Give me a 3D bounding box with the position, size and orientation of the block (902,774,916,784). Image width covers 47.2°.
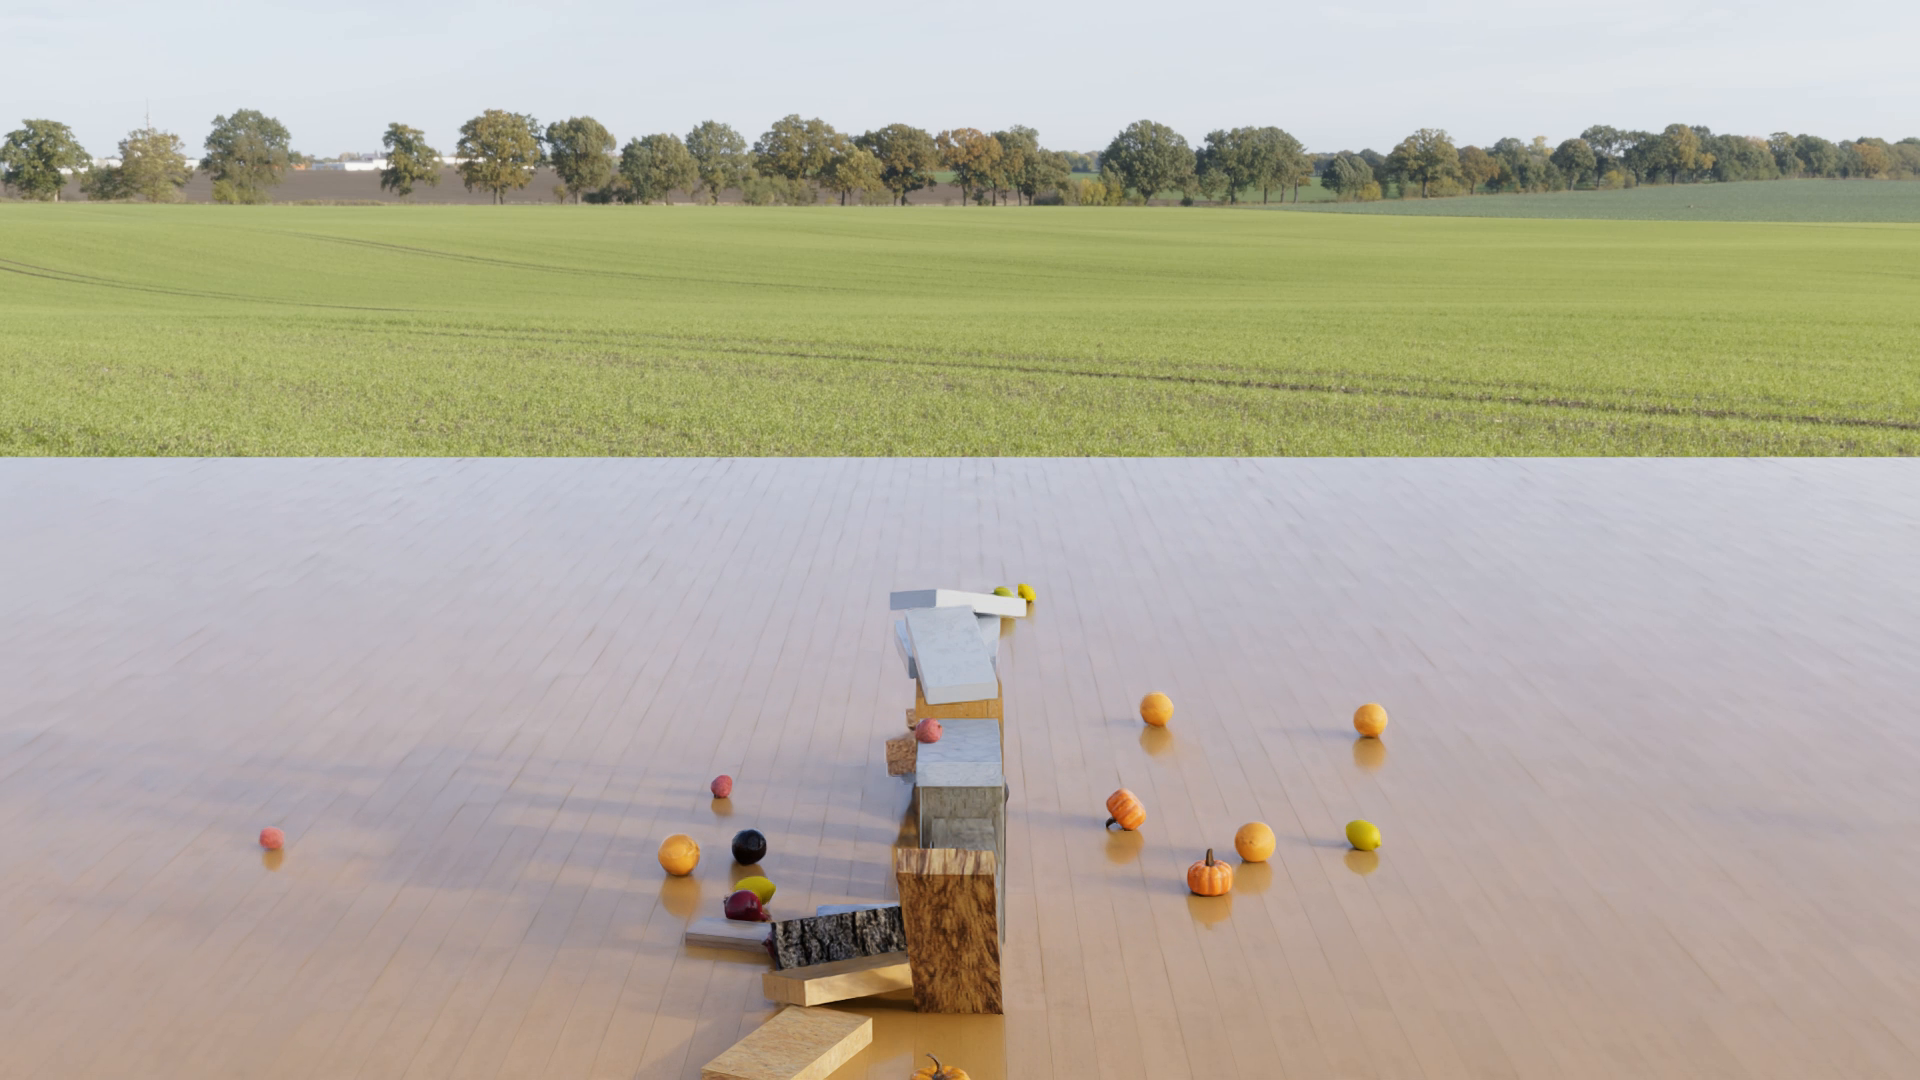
[{"bbox_3d":[-0.058,0.442,4.155,0.065,0.018,0.130,-5,-1,17],"label":"block"}]

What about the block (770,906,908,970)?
[{"bbox_3d":[-0.170,0.608,3.366,0.233,0.073,0.021,-4,-13,-21],"label":"block"}]

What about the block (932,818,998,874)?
[{"bbox_3d":[0.005,0.458,3.292,0.093,0.026,0.185,0,10,-2],"label":"block"}]

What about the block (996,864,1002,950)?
[{"bbox_3d":[0.014,0.572,3.256,0.093,0.185,0.026,1,11,3],"label":"block"}]

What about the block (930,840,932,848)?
[{"bbox_3d":[0.002,0.551,3.371,0.093,0.185,0.026,0,10,0],"label":"block"}]

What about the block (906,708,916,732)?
[{"bbox_3d":[-0.027,0.374,4.470,0.133,0.038,0.266,0,-10,5],"label":"block"}]

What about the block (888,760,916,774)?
[{"bbox_3d":[-0.065,0.420,4.152,0.087,0.025,0.174,-5,-2,18],"label":"block"}]

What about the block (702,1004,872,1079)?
[{"bbox_3d":[-0.232,0.699,2.988,0.124,0.035,0.247,5,12,25],"label":"block"}]

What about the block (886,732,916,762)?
[{"bbox_3d":[-0.051,0.389,4.202,0.133,0.038,0.266,-5,-2,9],"label":"block"}]

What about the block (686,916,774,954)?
[{"bbox_3d":[-0.348,0.620,3.450,0.147,0.021,0.073,3,11,15],"label":"block"}]

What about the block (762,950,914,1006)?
[{"bbox_3d":[-0.149,0.636,3.204,0.248,0.035,0.124,-2,-3,-34],"label":"block"}]

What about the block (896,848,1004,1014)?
[{"bbox_3d":[-0.009,0.539,2.993,0.124,0.035,0.459,1,-34,3],"label":"block"}]

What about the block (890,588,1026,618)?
[{"bbox_3d":[-0.002,0.114,3.870,0.113,0.032,0.227,-5,-9,44],"label":"block"}]

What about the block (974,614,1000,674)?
[{"bbox_3d":[0.009,0.178,3.775,0.113,0.032,0.227,1,16,3],"label":"block"}]

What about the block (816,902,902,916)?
[{"bbox_3d":[-0.155,0.606,3.525,0.147,0.021,0.073,-1,11,-5],"label":"block"}]

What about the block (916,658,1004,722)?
[{"bbox_3d":[-0.001,0.255,3.768,0.145,0.041,0.290,0,10,0],"label":"block"}]

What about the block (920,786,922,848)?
[{"bbox_3d":[-0.001,0.468,3.613,0.130,0.261,0.037,0,11,0],"label":"block"}]

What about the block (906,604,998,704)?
[{"bbox_3d":[-0.017,0.187,3.639,0.113,0.032,0.260,-5,27,-8],"label":"block"}]

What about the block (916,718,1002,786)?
[{"bbox_3d":[-0.002,0.336,3.503,0.131,0.037,0.261,0,10,0],"label":"block"}]

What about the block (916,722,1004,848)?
[{"bbox_3d":[0.000,0.436,3.700,0.145,0.290,0.041,0,13,0],"label":"block"}]

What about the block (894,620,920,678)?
[{"bbox_3d":[-0.039,0.190,3.900,0.133,0.038,0.266,-2,11,-7],"label":"block"}]

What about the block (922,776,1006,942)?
[{"bbox_3d":[0.006,0.499,3.442,0.130,0.261,0.037,0,11,1],"label":"block"}]
